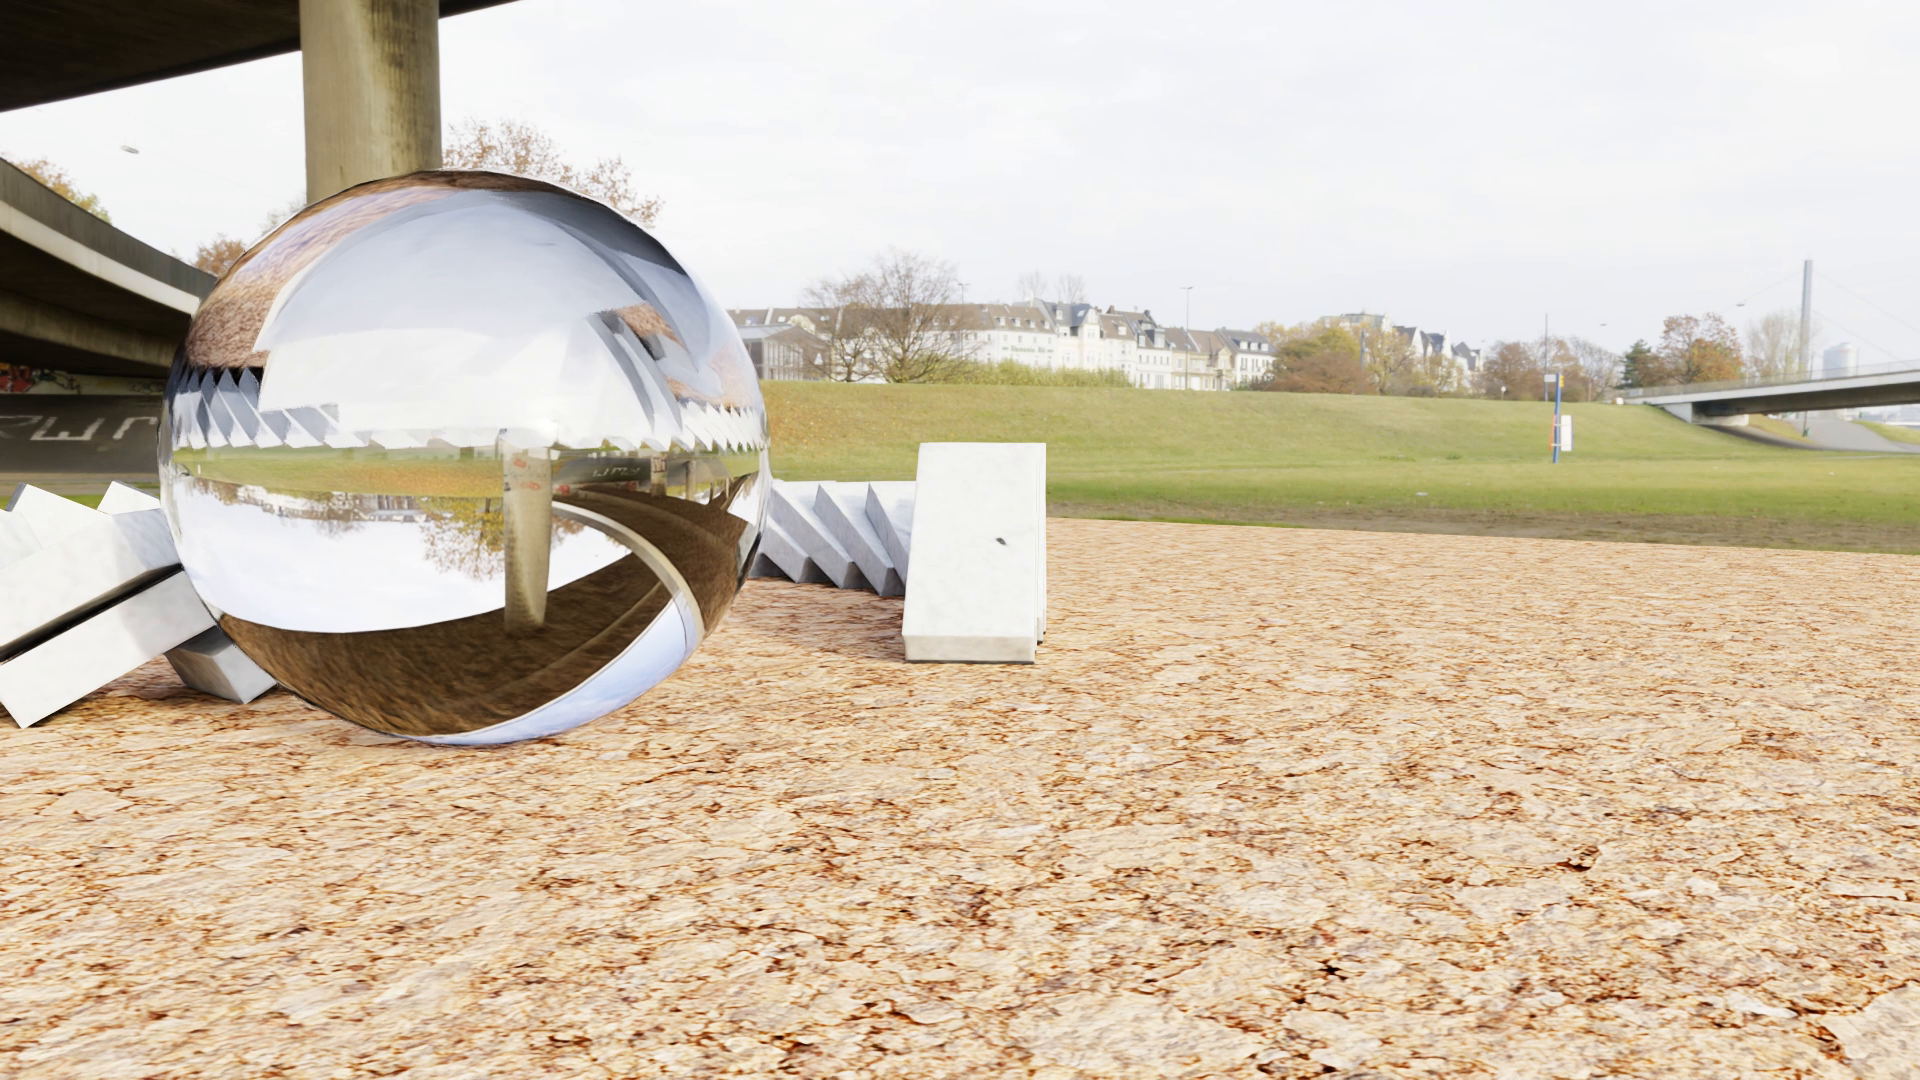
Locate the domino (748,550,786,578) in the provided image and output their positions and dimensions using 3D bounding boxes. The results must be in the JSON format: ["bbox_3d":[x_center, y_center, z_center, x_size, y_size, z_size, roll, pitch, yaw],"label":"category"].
[{"bbox_3d":[-0.074,-0.005,0.426,0.050,0.009,0.025,35,24,32],"label":"domino"}]

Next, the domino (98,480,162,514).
[{"bbox_3d":[-0.249,-0.004,0.415,0.050,0.009,0.025,28,-11,-29],"label":"domino"}]

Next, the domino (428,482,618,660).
[{"bbox_3d":[-0.097,0.005,0.274,0.025,0.010,0.050,3,35,16],"label":"domino"}]

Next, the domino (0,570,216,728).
[{"bbox_3d":[-0.127,0.010,0.210,0.050,0.010,0.025,-32,16,-18],"label":"domino"}]

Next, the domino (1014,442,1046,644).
[{"bbox_3d":[0.006,0.000,0.287,0.025,0.050,0.010,1,-39,4],"label":"domino"}]

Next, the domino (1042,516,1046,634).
[{"bbox_3d":[0.007,-0.001,0.300,0.025,0.050,0.009,0,-40,3],"label":"domino"}]

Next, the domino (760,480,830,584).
[{"bbox_3d":[-0.055,-0.004,0.412,0.025,0.010,0.050,-4,32,-45],"label":"domino"}]

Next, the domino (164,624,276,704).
[{"bbox_3d":[-0.114,0.009,0.232,0.025,0.009,0.050,4,33,40],"label":"domino"}]

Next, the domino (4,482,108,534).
[{"bbox_3d":[-0.265,-0.003,0.398,0.050,0.010,0.025,30,-16,-38],"label":"domino"}]

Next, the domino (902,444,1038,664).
[{"bbox_3d":[0.003,0.002,0.261,0.025,0.050,0.010,0,-40,4],"label":"domino"}]

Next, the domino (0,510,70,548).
[{"bbox_3d":[-0.280,-0.001,0.381,0.025,0.009,0.050,4,-21,43],"label":"domino"}]

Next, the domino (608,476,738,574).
[{"bbox_3d":[-0.094,-0.006,0.437,0.050,0.009,0.025,33,20,27],"label":"domino"}]

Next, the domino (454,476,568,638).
[{"bbox_3d":[-0.106,0.003,0.297,0.025,0.009,0.050,-1,36,-9],"label":"domino"}]

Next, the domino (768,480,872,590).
[{"bbox_3d":[-0.038,-0.002,0.397,0.025,0.010,0.050,-3,32,-39],"label":"domino"}]

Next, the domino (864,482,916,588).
[{"bbox_3d":[-0.008,0.000,0.362,0.025,0.010,0.050,-2,32,-21],"label":"domino"}]

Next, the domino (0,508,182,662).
[{"bbox_3d":[-0.147,0.012,0.198,0.050,0.010,0.025,-29,10,-8],"label":"domino"}]

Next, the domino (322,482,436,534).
[{"bbox_3d":[-0.139,0.002,0.331,0.050,0.009,0.025,35,22,27],"label":"domino"}]

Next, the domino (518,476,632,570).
[{"bbox_3d":[-0.140,-0.006,0.446,0.050,0.010,0.025,27,9,8],"label":"domino"}]

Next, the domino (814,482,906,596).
[{"bbox_3d":[-0.022,-0.001,0.380,0.025,0.009,0.050,-3,31,-31],"label":"domino"}]

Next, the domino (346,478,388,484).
[{"bbox_3d":[-0.185,-0.006,0.444,0.050,0.010,0.025,26,4,-3],"label":"domino"}]

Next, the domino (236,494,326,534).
[{"bbox_3d":[-0.163,0.002,0.340,0.050,0.010,0.025,27,12,22],"label":"domino"}]

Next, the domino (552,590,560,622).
[{"bbox_3d":[-0.113,0.003,0.322,0.025,0.009,0.050,4,26,-18],"label":"domino"}]

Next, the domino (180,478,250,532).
[{"bbox_3d":[-0.230,-0.005,0.430,0.050,0.009,0.025,27,-4,-17],"label":"domino"}]

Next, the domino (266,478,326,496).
[{"bbox_3d":[-0.208,-0.006,0.438,0.050,0.010,0.025,26,-1,-11],"label":"domino"}]

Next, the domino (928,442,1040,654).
[{"bbox_3d":[0.004,0.001,0.274,0.025,0.050,0.009,1,-39,4],"label":"domino"}]

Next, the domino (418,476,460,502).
[{"bbox_3d":[-0.162,-0.006,0.447,0.050,0.010,0.025,27,7,4],"label":"domino"}]

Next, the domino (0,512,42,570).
[{"bbox_3d":[-0.169,0.012,0.192,0.050,0.010,0.025,-28,5,1],"label":"domino"}]

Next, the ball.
[{"bbox_3d":[-0.067,-0.011,0.182,0.080,0.080,0.080,0,4,0],"label":"ball"}]

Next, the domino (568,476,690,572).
[{"bbox_3d":[-0.116,-0.006,0.444,0.050,0.010,0.025,30,15,19],"label":"domino"}]

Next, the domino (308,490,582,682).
[{"bbox_3d":[-0.102,0.007,0.251,0.025,0.009,0.050,5,34,32],"label":"domino"}]
